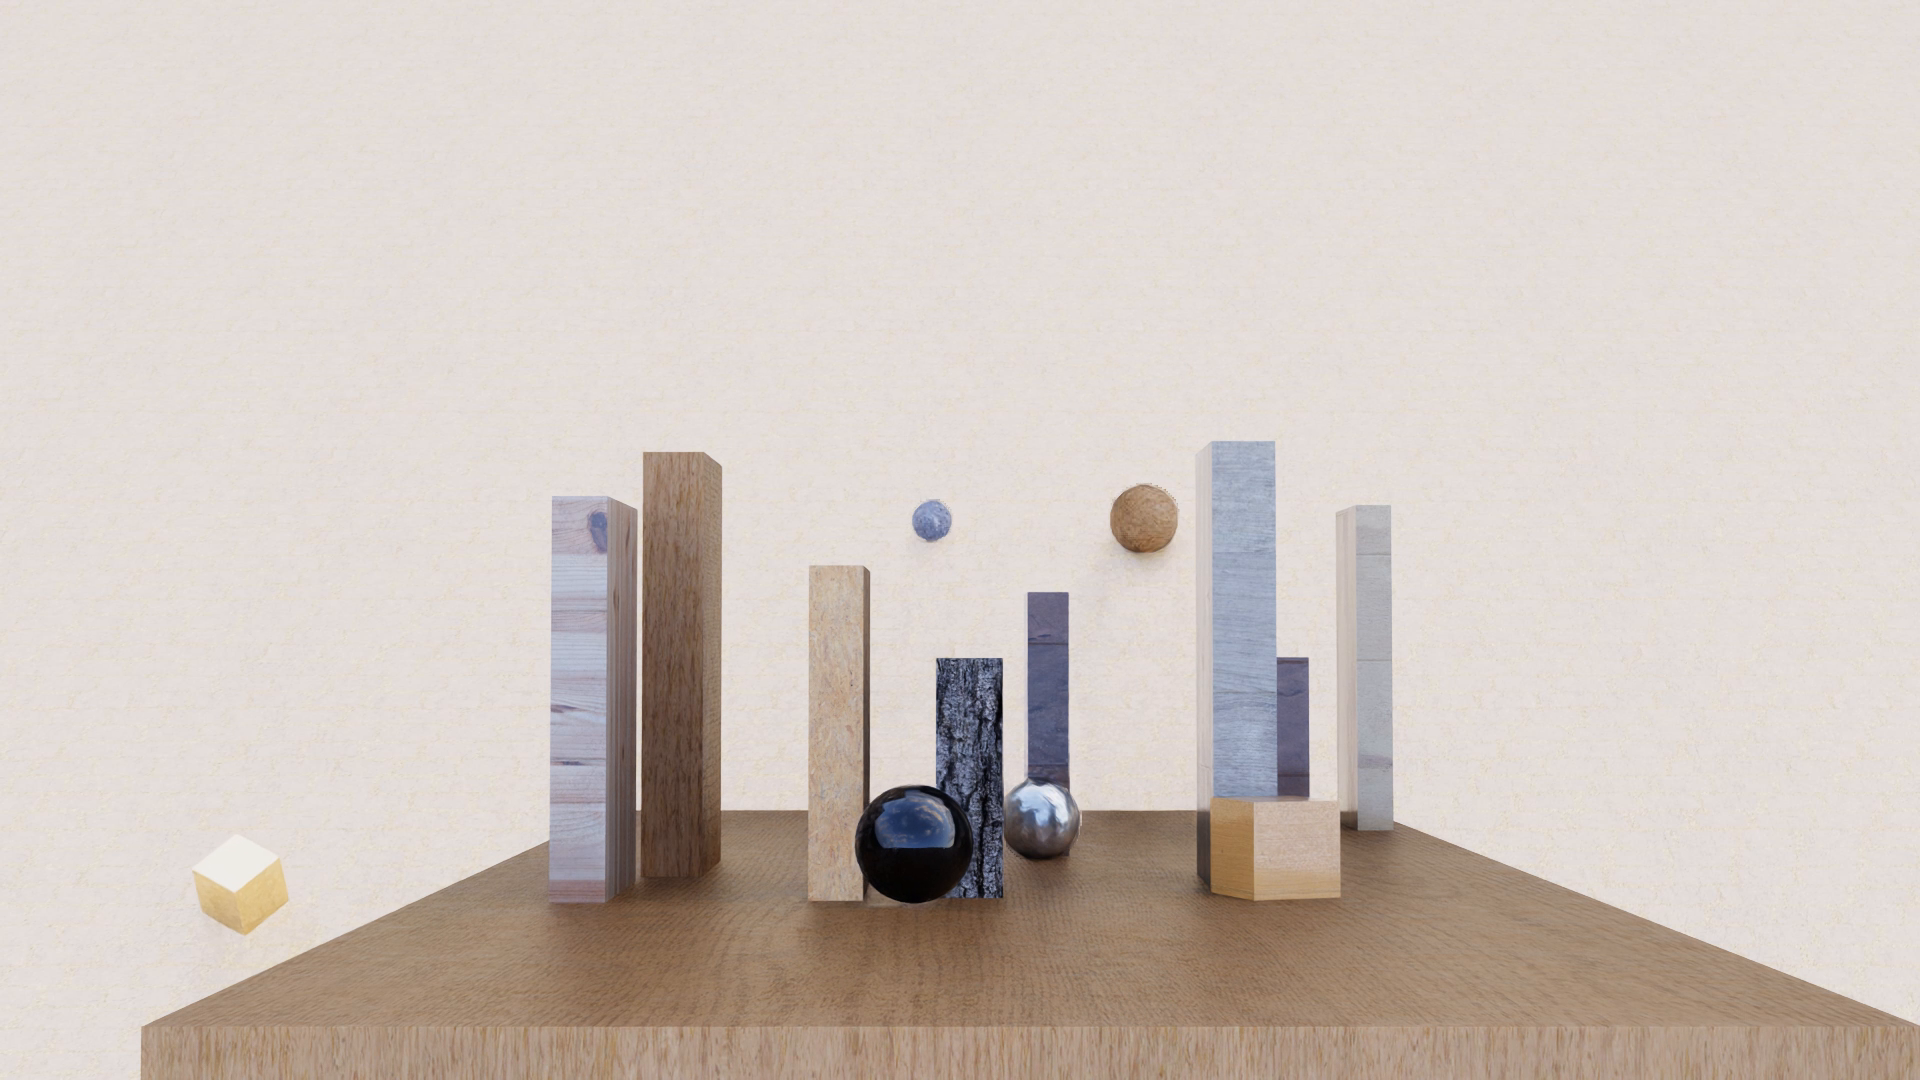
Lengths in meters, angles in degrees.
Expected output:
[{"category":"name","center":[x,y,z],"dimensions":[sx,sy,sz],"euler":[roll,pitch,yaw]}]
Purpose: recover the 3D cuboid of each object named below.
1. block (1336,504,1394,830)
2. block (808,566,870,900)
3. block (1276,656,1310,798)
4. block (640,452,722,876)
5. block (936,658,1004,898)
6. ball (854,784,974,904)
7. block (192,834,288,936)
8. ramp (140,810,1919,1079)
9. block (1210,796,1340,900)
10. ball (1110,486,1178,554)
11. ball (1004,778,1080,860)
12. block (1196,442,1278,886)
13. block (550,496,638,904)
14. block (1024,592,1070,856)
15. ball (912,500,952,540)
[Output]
[{"category":"block","center":[0.979,0.308,6.307],"dimensions":[0.084,0.768,0.328],"euler":[0,-2,0]},{"category":"block","center":[-0.211,0.334,4.586],"dimensions":[0.093,0.568,0.349],"euler":[0,-2,0]},{"category":"block","center":[0.723,0.471,5.928],"dimensions":[0.100,0.409,0.344],"euler":[0,-2,0]},{"category":"block","center":[-0.540,0.240,5.071],"dimensions":[0.115,0.797,0.378],"euler":[0,-2,0]},{"category":"block","center":[0.016,0.414,4.606],"dimensions":[0.115,0.409,0.306],"euler":[0,-2,0]},{"category":"ball","center":[-0.077,0.508,4.355],"dimensions":[0.200,0.200,0.200],"euler":[0,37,0]},{"category":"block","center":[-1.850,0.887,6.689],"dimensions":[0.156,0.156,0.156],"euler":[22,42,26]},{"category":"ramp","center":[0.081,0.682,4.916],"dimensions":[2.000,0.100,4.000],"euler":[0,-2,0]},{"category":"block","center":[0.546,0.532,4.510],"dimensions":[0.165,0.165,0.165],"euler":[1,-3,-21]},{"category":"ball","center":[0.560,-0.063,7.917],"dimensions":[0.209,0.209,0.209],"euler":[0,37,0]},{"category":"ball","center":[0.160,0.565,5.269],"dimensions":[0.164,0.164,0.164],"euler":[0,37,0]},{"category":"block","center":[0.506,0.228,4.782],"dimensions":[0.114,0.796,0.327],"euler":[0,-2,0]},{"category":"block","center":[-0.642,0.276,4.579],"dimensions":[0.094,0.683,0.414],"euler":[0,-2,0]},{"category":"block","center":[0.182,0.385,5.507],"dimensions":[0.086,0.544,0.283],"euler":[0,-2,0]},{"category":"ball","center":[-0.086,-0.059,7.983],"dimensions":[0.123,0.123,0.123],"euler":[0,37,0]}]
